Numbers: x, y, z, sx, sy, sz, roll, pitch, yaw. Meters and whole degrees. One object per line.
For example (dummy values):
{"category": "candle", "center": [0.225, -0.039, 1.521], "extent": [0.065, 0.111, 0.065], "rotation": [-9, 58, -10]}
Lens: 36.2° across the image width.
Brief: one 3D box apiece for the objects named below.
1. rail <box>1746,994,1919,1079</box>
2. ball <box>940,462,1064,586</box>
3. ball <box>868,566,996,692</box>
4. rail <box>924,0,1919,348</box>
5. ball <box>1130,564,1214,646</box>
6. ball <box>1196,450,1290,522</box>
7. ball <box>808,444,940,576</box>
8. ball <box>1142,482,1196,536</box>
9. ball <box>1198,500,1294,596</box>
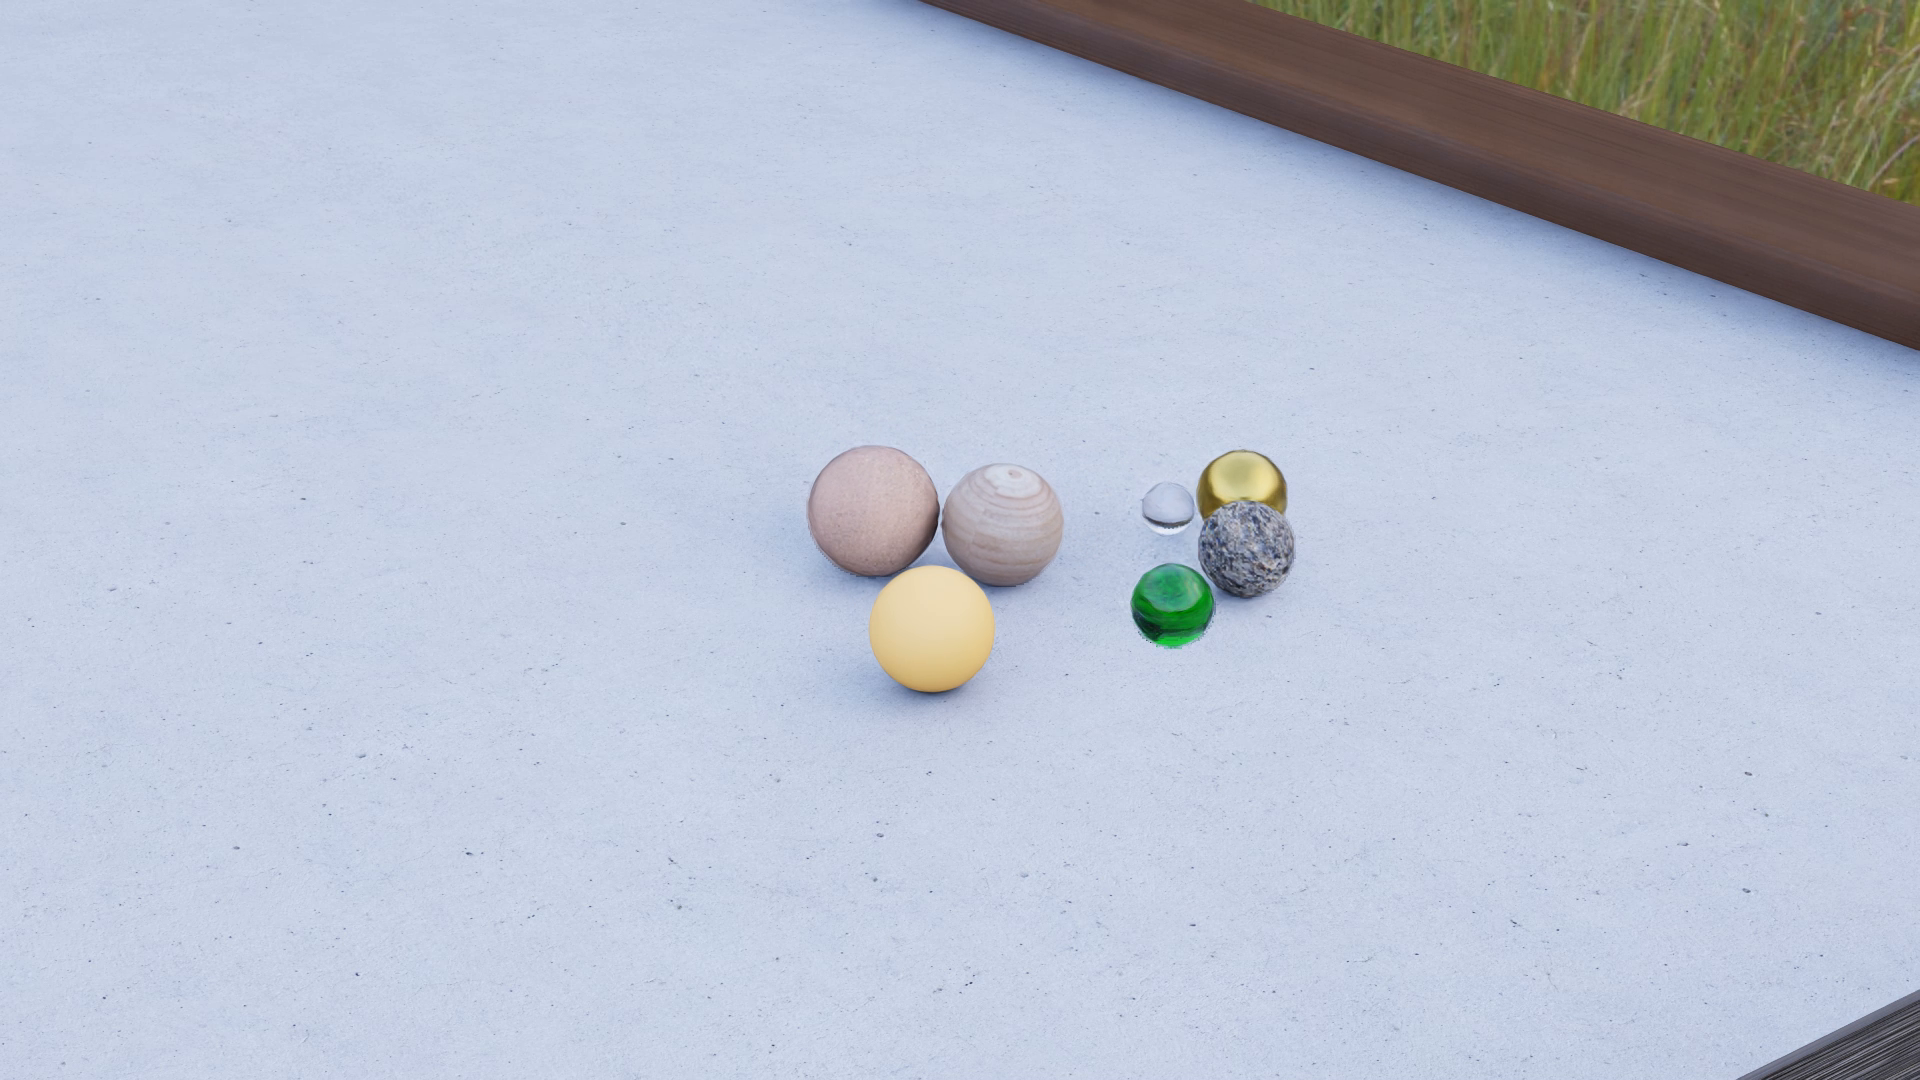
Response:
{"category": "rail", "center": [0.505, 0.269, 1.543], "extent": [2.021, 0.130, 0.045], "rotation": [-16, 29, -32]}
{"category": "ball", "center": [0.032, -0.012, 2.216], "extent": [0.092, 0.092, 0.092], "rotation": [0, 24, 0]}
{"category": "ball", "center": [-0.020, 0.062, 2.055], "extent": [0.089, 0.089, 0.089], "rotation": [0, 24, 0]}
{"category": "rail", "center": [0.287, -0.559, 3.384], "extent": [0.045, 0.130, 3.594], "rotation": [-16, 29, -32]}
{"category": "ball", "center": [0.153, 0.047, 2.124], "extent": [0.060, 0.060, 0.060], "rotation": [0, 24, 0]}
{"category": "ball", "center": [0.220, -0.034, 2.289], "extent": [0.072, 0.072, 0.072], "rotation": [0, 24, 0]}
{"category": "ball", "center": [-0.065, -0.023, 2.230], "extent": [0.100, 0.100, 0.100], "rotation": [0, 24, 0]}
{"category": "ball", "center": [0.163, -0.024, 2.304], "extent": [0.042, 0.042, 0.042], "rotation": [0, 24, 0]}
{"category": "ball", "center": [0.214, 0.006, 2.200], "extent": [0.072, 0.072, 0.072], "rotation": [0, 24, 0]}
